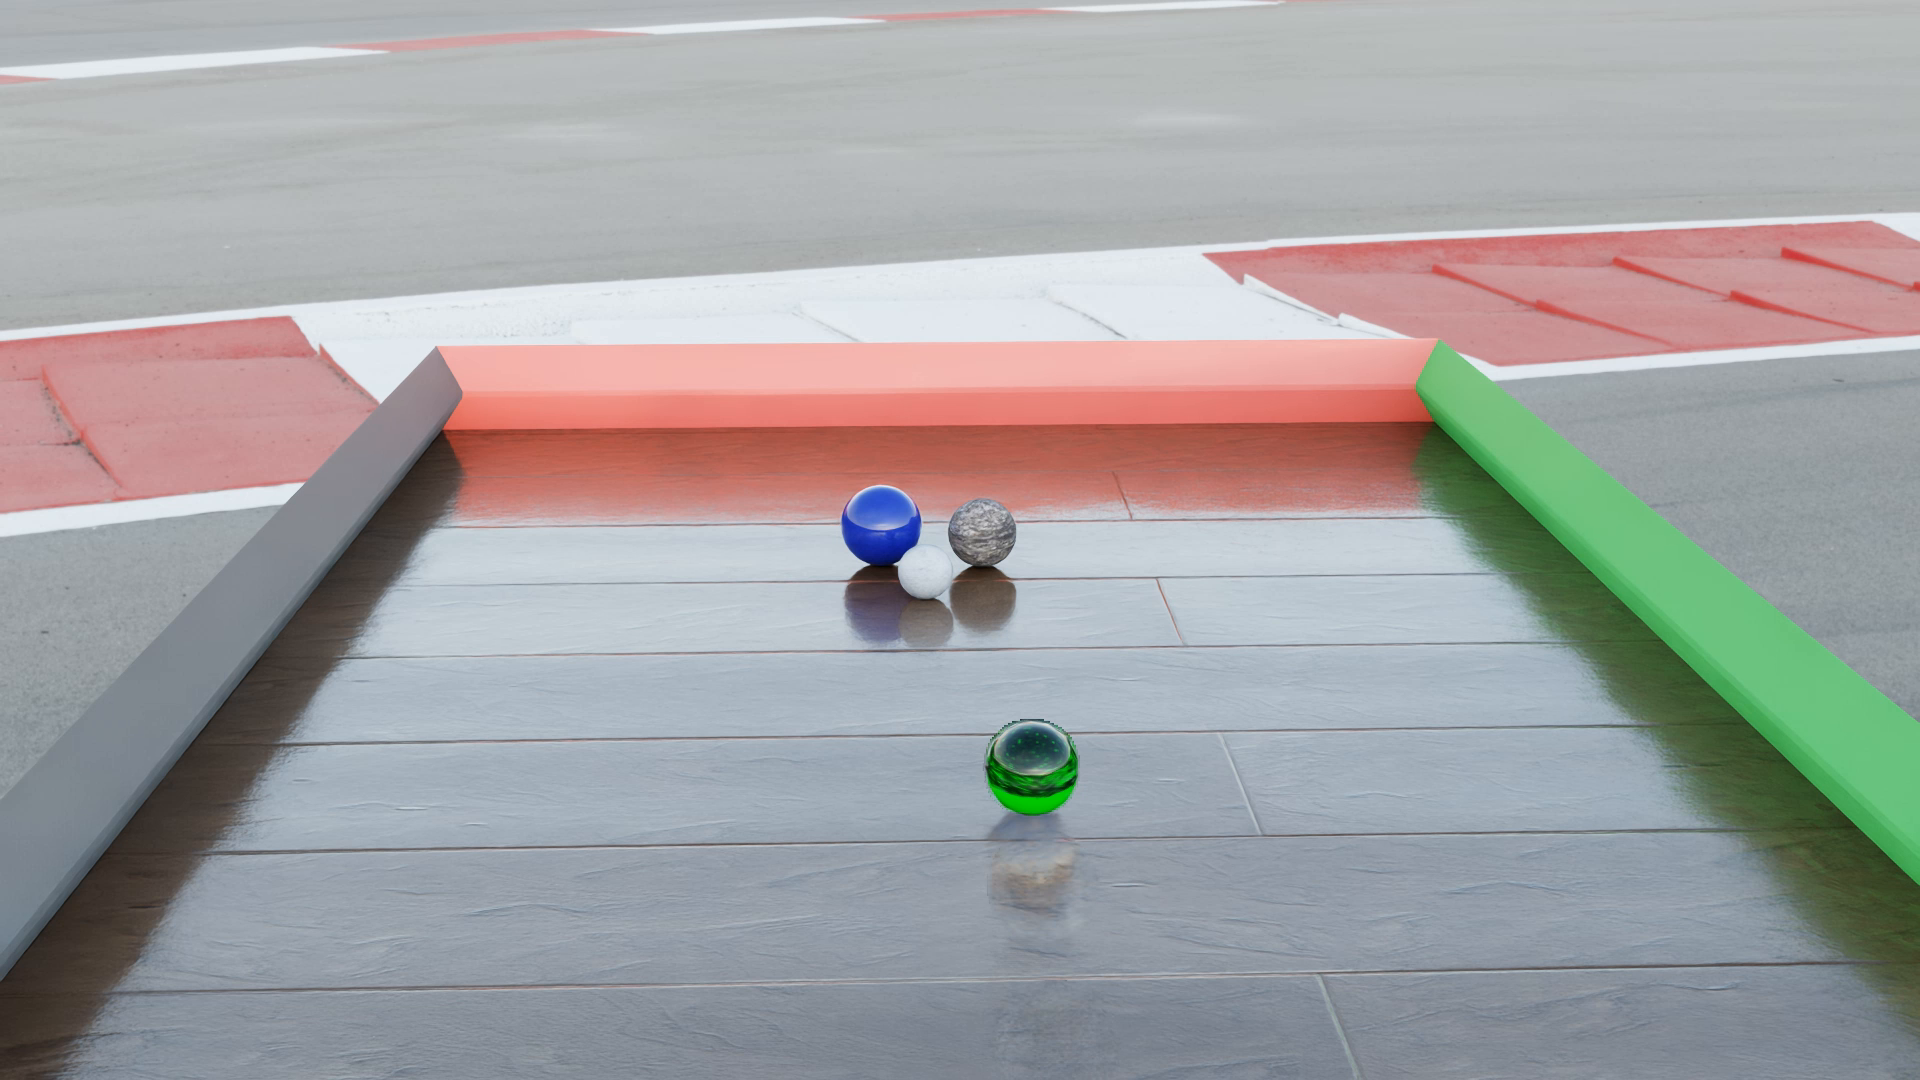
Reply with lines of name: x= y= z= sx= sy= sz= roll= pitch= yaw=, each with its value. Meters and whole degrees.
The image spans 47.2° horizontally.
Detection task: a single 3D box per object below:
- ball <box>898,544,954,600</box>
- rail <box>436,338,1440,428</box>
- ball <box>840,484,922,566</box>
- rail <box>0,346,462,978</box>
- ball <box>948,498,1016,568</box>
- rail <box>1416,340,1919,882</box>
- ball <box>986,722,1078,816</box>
ball: x=-0.040 y=0.037 z=2.549 sx=0.064 sy=0.064 sz=0.064 roll=0 pitch=17 yaw=0
rail: x=-0.027 y=-0.232 z=3.339 sx=1.529 sy=0.128 sz=0.045 roll=-1 pitch=17 yaw=-2
ball: x=-0.096 y=-0.018 z=2.672 sx=0.099 sy=0.099 sz=0.099 roll=0 pitch=17 yaw=0
rail: x=-0.713 y=0.201 z=1.880 sx=0.045 sy=0.128 sz=3.039 roll=-1 pitch=17 yaw=-2
ball: x=0.027 y=-0.009 z=2.668 sx=0.083 sy=0.083 sz=0.083 roll=0 pitch=17 yaw=0
rail: x=0.768 y=0.185 z=1.932 sx=0.045 sy=0.128 sz=3.039 roll=-1 pitch=17 yaw=-2
ball: x=0.064 y=0.203 z=1.956 sx=0.083 sy=0.083 sz=0.083 roll=0 pitch=17 yaw=0
